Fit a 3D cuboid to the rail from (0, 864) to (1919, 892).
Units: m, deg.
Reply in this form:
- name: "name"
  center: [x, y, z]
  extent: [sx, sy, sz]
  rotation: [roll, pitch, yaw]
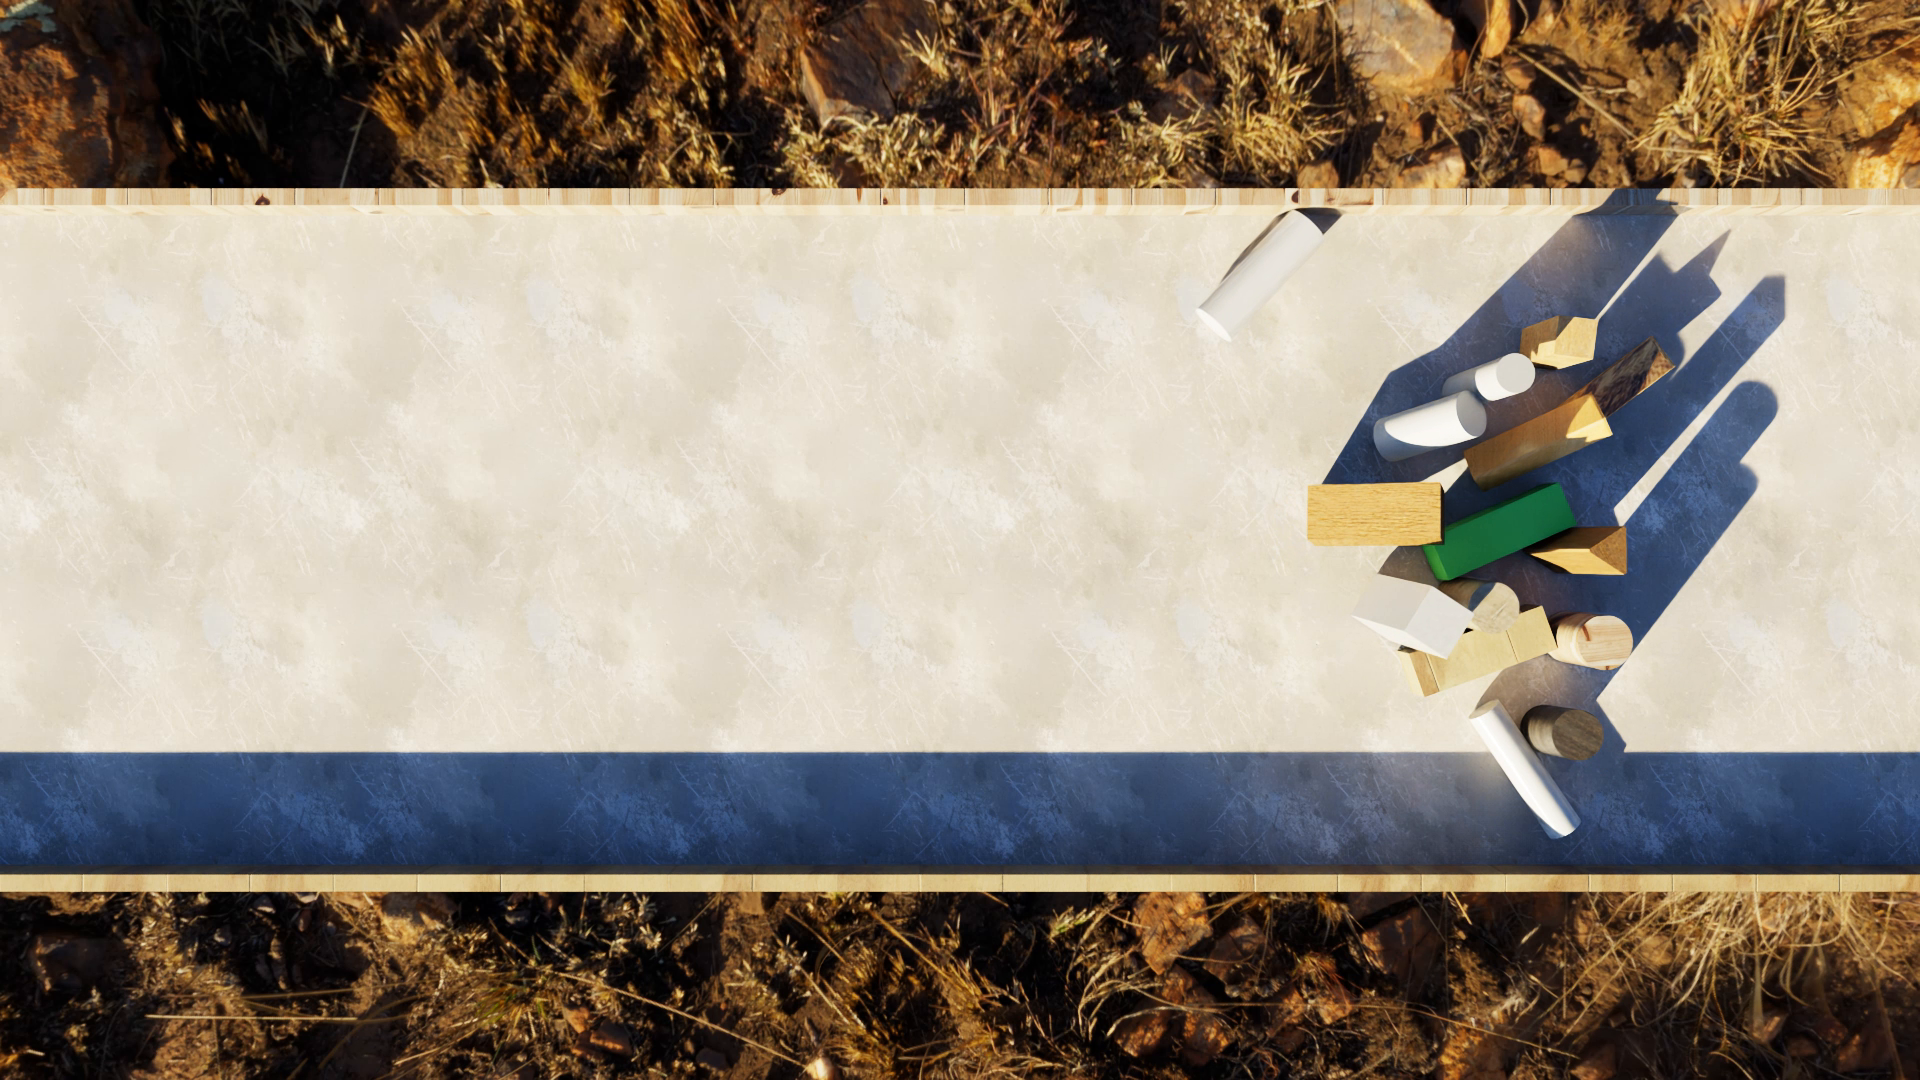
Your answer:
- name: "rail"
  center: [-2.247, 1.025, 5.001]
  extent: [12.000, 0.150, 0.050]
  rotation: [0, 90, 0]

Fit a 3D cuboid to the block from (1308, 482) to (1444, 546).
- name: "block"
  center: [1.242, -0.075, 4.924]
  extent: [0.381, 0.163, 0.163]
  rotation: [-1, 82, 21]

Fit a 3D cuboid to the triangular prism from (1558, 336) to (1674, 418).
- name: "triangular prism"
  center: [1.959, -0.464, 5.002]
  extent: [0.391, 0.116, 0.100]
  rotation: [-37, 120, 0]

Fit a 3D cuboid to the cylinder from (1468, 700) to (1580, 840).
- name: "cylinder"
  center: [1.719, 0.698, 5.023]
  extent: [0.107, 0.107, 0.440]
  rotation: [-34, 90, 0]

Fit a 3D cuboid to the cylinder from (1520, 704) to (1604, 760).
- name: "cylinder"
  center: [1.790, 0.572, 4.915]
  extent: [0.148, 0.312, 0.148]
  rotation: [0, 87, 3]

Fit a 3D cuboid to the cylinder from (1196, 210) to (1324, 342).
- name: "cylinder"
  center: [0.912, -0.802, 5.006]
  extent: [0.142, 0.142, 0.413]
  rotation: [44, 90, 0]

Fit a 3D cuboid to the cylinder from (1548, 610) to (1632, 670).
- name: "cylinder"
  center: [1.867, 0.296, 4.924]
  extent: [0.159, 0.306, 0.159]
  rotation: [0, 90, 0]

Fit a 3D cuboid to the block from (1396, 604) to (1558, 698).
- name: "block"
  center: [1.567, 0.334, 5.007]
  extent: [0.424, 0.138, 0.138]
  rotation: [-20, 90, 0]

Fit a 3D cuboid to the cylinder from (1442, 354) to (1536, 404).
- name: "cylinder"
  center: [1.551, -0.462, 4.857]
  extent: [0.113, 0.433, 0.113]
  rotation: [0, 88, -3]

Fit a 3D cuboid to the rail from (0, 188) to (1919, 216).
- name: "rail"
  center: [-2.247, -1.025, 5.002]
  extent: [12.000, 0.150, 0.050]
  rotation: [0, 90, 0]

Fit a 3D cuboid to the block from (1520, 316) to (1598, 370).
- name: "block"
  center: [1.780, -0.586, 4.921]
  extent: [0.114, 0.312, 0.114]
  rotation: [8, 90, 0]

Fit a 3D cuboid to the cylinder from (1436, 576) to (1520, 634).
- name: "cylinder"
  center: [1.532, 0.191, 4.909]
  extent: [0.148, 0.331, 0.148]
  rotation: [0, 92, -1]

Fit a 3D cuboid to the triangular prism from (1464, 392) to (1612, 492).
- name: "triangular prism"
  center: [1.731, -0.281, 4.942]
  extent: [0.407, 0.121, 0.140]
  rotation: [-26, 94, 20]

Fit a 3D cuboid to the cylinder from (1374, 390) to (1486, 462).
- name: "cylinder"
  center: [1.398, -0.337, 4.914]
  extent: [0.140, 0.304, 0.140]
  rotation: [10, 72, -35]

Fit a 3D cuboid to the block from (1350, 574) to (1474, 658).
- name: "block"
  center: [1.326, 0.220, 4.856]
  extent: [0.151, 0.422, 0.151]
  rotation: [32, 89, -8]

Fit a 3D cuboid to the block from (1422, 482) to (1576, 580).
- name: "block"
  center: [1.629, -0.026, 5.008]
  extent: [0.418, 0.138, 0.138]
  rotation: [-24, 90, 0]

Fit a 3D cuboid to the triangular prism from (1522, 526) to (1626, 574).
- name: "triangular prism"
  center: [1.846, 0.014, 4.903]
  extent: [0.136, 0.341, 0.118]
  rotation: [30, 83, -11]
